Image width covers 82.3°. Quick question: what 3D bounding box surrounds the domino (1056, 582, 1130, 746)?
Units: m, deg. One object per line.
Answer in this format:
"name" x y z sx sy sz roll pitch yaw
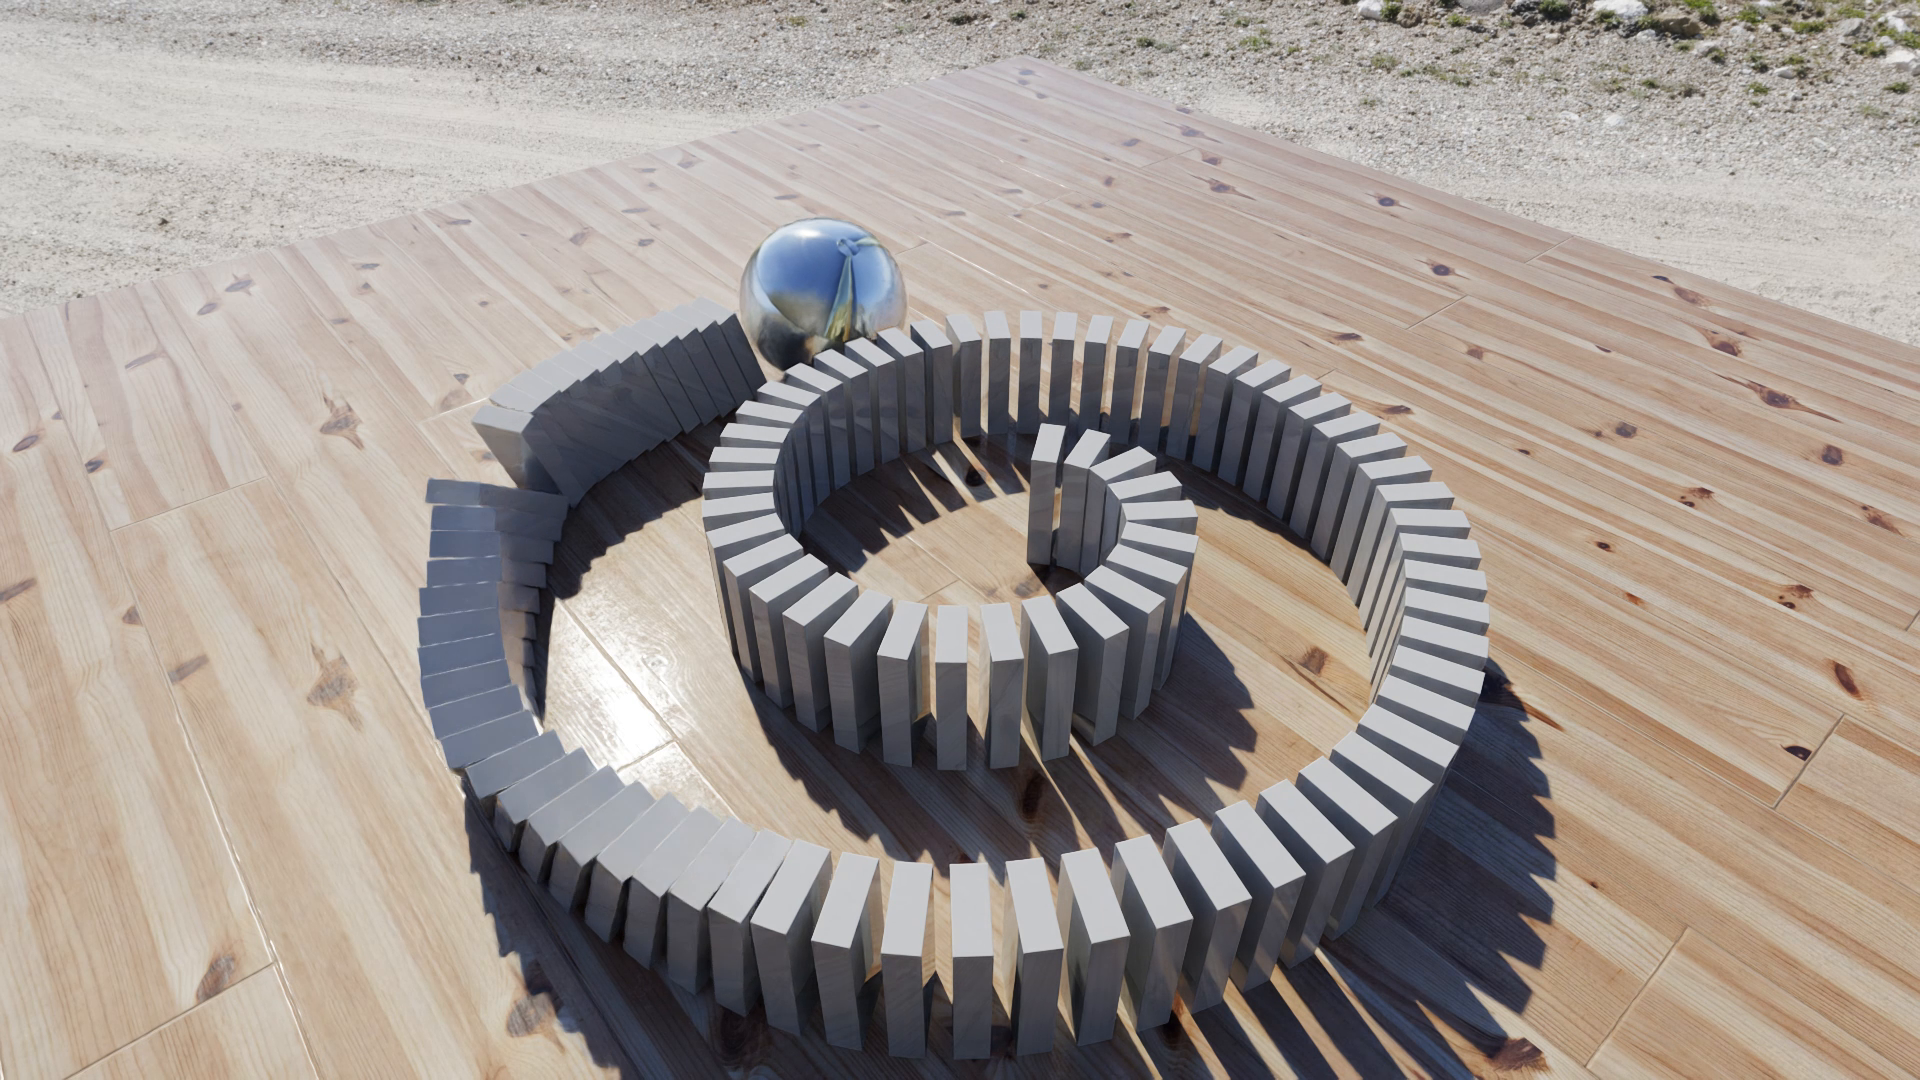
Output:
"domino" 0.042 0.041 0.361 0.009 0.050 0.025 -22 44 -25

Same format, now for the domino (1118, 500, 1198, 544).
"domino" 0.070 0.009 0.401 0.025 0.050 0.010 -3 39 -3

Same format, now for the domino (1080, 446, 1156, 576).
"domino" 0.060 -0.009 0.423 0.025 0.050 0.009 -24 45 -26

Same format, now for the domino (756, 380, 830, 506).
"domino" -0.069 -0.040 0.460 0.025 0.050 0.010 19 43 22

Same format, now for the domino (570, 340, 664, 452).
"domino" -0.152 -0.064 0.489 0.025 0.050 0.009 30 65 31

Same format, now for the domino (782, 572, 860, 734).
"domino" -0.044 0.038 0.365 0.010 0.050 0.025 26 46 28

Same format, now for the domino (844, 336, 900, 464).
"domino" -0.039 -0.061 0.486 0.009 0.050 0.025 -26 46 -28

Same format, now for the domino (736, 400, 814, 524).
"domino" -0.075 -0.031 0.450 0.025 0.050 0.009 11 41 14

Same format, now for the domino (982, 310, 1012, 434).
"domino" 0.016 -0.076 0.505 0.010 0.050 0.025 -3 39 -4

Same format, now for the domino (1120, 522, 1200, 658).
"domino" 0.068 0.018 0.389 0.025 0.050 0.010 12 41 14

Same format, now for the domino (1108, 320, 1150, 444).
"domino" 0.076 -0.071 0.499 0.010 0.050 0.025 12 41 14

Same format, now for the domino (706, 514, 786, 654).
"domino" -0.073 0.016 0.392 0.025 0.050 0.009 -17 42 -20

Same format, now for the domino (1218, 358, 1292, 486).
"domino" 0.126 -0.050 0.473 0.025 0.050 0.010 -28 47 -30

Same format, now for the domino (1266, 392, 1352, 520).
"domino" 0.143 -0.034 0.453 0.025 0.050 0.009 -20 43 -22

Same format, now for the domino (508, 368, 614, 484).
"domino" -0.170 -0.048 0.470 0.025 0.050 0.009 30 65 31

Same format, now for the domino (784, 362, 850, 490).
"domino" -0.061 -0.048 0.470 0.025 0.050 0.009 28 47 30

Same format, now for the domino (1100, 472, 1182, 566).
"domino" 0.067 0.000 0.412 0.025 0.050 0.009 -13 41 -15

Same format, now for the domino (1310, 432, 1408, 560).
"domino" 0.156 -0.017 0.432 0.025 0.050 0.010 -13 41 -15

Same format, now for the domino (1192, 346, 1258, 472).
"domino" 0.116 -0.057 0.481 0.009 0.050 0.025 31 48 32

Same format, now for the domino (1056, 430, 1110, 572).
"domino" 0.048 -0.015 0.430 0.009 0.050 0.025 17 42 19

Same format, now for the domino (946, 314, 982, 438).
"domino" 0.002 -0.075 0.503 0.010 0.050 0.025 -10 40 -12

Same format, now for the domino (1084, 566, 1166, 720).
"domino" 0.053 0.035 0.369 0.025 0.050 0.009 29 47 30

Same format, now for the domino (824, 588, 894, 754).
"domino" -0.032 0.043 0.359 0.009 0.050 0.025 19 43 22

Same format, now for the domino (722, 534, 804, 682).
"domino" -0.066 0.024 0.382 0.025 0.050 0.010 -25 46 -27

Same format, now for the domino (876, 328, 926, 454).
"domino" -0.026 -0.067 0.493 0.010 0.050 0.025 -21 44 -24

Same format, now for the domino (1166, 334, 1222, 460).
"domino" 0.104 -0.063 0.488 0.009 0.050 0.025 22 44 25

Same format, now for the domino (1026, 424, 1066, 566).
"domino" 0.034 -0.018 0.433 0.010 0.050 0.025 7 40 9

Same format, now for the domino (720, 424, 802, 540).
"domino" -0.079 -0.022 0.438 0.025 0.050 0.009 6 40 7

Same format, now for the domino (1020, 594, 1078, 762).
"domino" 0.028 0.045 0.356 0.009 0.050 0.025 -11 41 -13

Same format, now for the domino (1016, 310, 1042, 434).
"domino" 0.032 -0.077 0.505 0.009 0.050 0.025 1 39 2

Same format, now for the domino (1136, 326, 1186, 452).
"domino" 0.090 -0.068 0.494 0.010 0.050 0.025 17 42 19

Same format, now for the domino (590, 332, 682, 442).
"domino" -0.145 -0.068 0.494 0.025 0.050 0.009 30 65 31

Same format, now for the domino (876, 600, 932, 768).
"domino" -0.017 0.047 0.354 0.009 0.050 0.025 9 40 10

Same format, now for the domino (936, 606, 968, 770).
"domino" -0.002 0.048 0.353 0.010 0.050 0.025 1 39 1

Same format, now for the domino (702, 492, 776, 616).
"domino" -0.078 0.007 0.403 0.025 0.050 0.010 -8 40 -9

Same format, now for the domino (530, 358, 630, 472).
"domino" -0.164 -0.053 0.476 0.025 0.050 0.009 30 65 31

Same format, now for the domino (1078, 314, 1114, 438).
"domino" 0.062 -0.074 0.502 0.010 0.050 0.025 9 40 10

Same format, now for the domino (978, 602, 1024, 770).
"domino" 0.013 0.047 0.354 0.010 0.050 0.025 -5 40 -6

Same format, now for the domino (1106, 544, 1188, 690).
"domino" 0.062 0.027 0.378 0.025 0.050 0.009 20 43 23

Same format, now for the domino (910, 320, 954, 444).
"domino" -0.013 -0.071 0.499 0.009 0.050 0.025 -16 42 -19

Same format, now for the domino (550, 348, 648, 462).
"domino" -0.158 -0.059 0.483 0.025 0.050 0.010 30 65 31

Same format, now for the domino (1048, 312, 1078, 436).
"domino" 0.047 -0.076 0.504 0.010 0.050 0.025 5 40 6

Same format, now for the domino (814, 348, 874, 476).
"domino" -0.050 -0.055 0.479 0.009 0.050 0.025 -31 48 -32

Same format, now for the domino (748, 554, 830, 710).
"domino" -0.056 0.032 0.373 0.025 0.050 0.010 -32 49 -33

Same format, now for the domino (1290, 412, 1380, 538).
"domino" 0.150 -0.026 0.443 0.025 0.050 0.010 -16 42 -19

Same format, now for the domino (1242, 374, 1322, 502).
"domino" 0.135 -0.042 0.463 0.025 0.050 0.010 -23 45 -26

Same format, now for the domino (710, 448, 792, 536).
"domino" -0.080 -0.012 0.426 0.025 0.050 0.009 2 39 2

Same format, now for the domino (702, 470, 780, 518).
"domino" -0.080 -0.003 0.415 0.025 0.050 0.009 -2 39 -3
